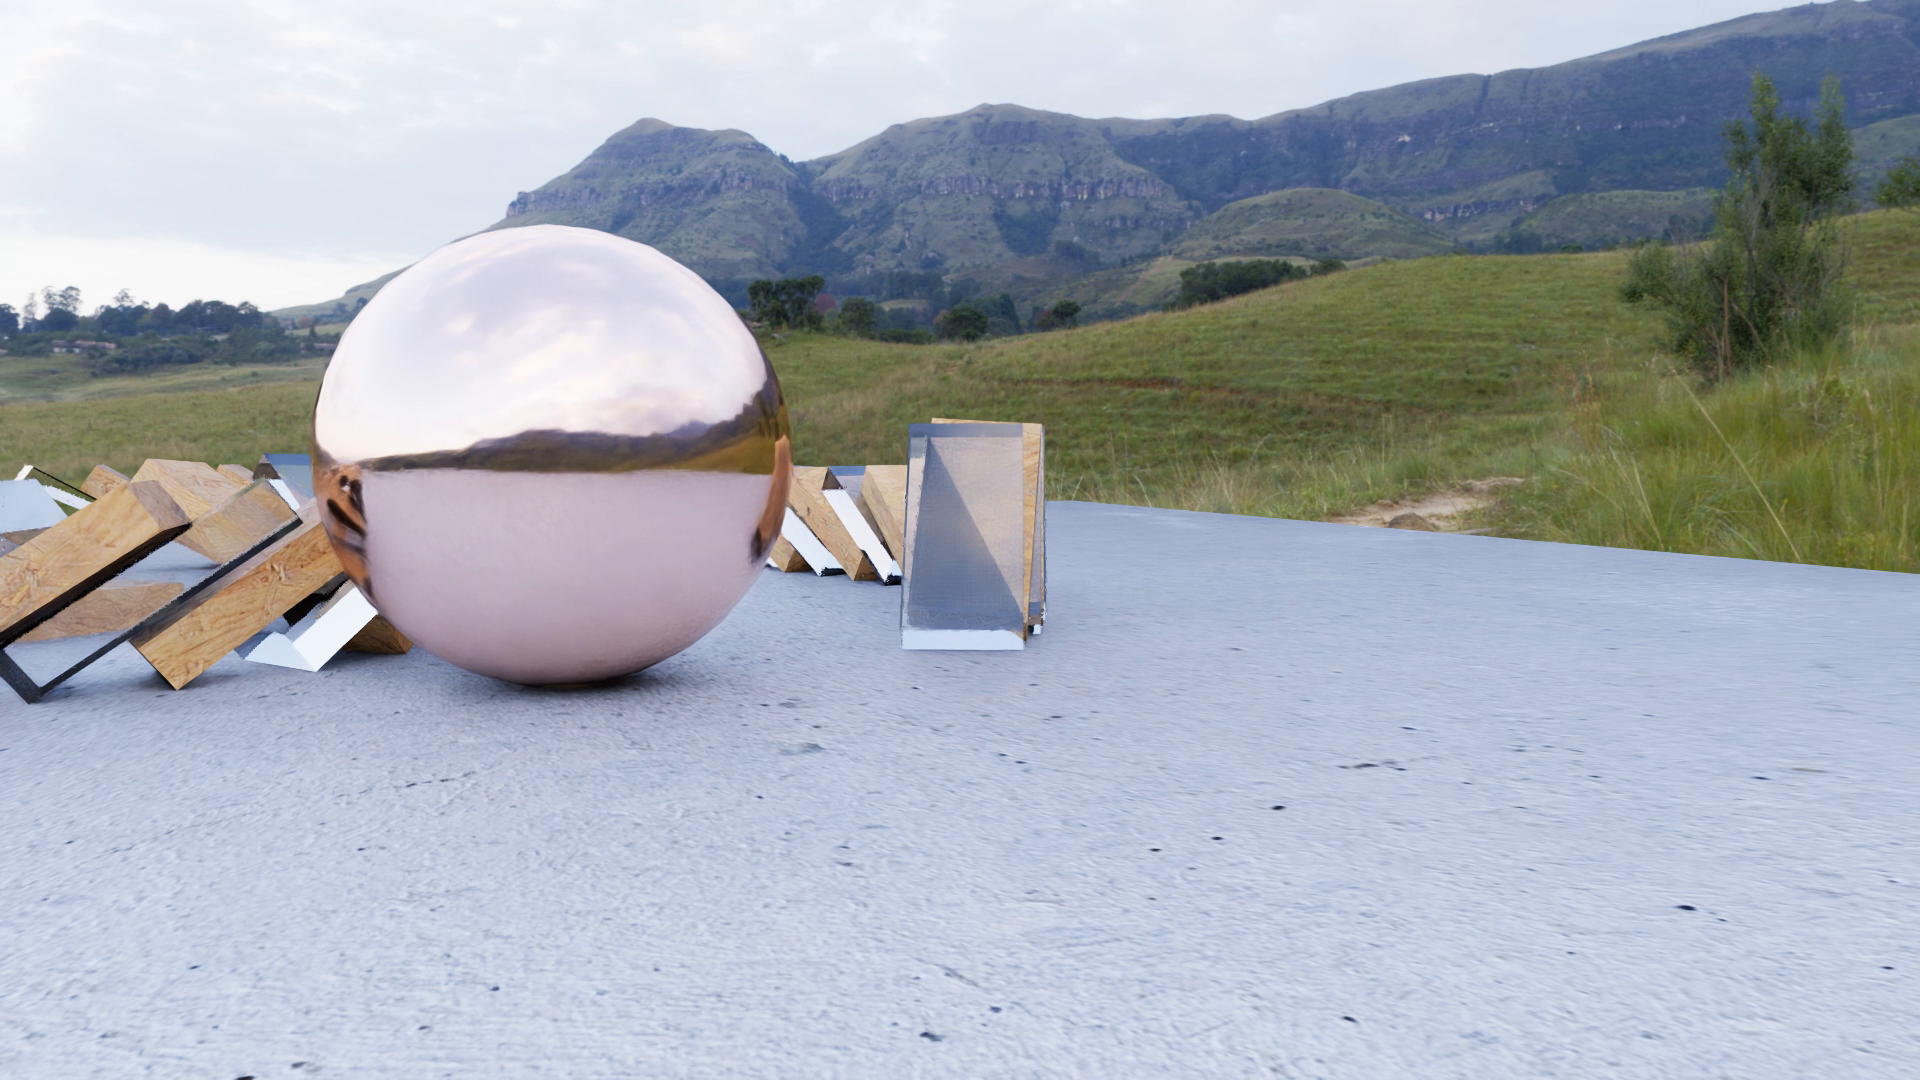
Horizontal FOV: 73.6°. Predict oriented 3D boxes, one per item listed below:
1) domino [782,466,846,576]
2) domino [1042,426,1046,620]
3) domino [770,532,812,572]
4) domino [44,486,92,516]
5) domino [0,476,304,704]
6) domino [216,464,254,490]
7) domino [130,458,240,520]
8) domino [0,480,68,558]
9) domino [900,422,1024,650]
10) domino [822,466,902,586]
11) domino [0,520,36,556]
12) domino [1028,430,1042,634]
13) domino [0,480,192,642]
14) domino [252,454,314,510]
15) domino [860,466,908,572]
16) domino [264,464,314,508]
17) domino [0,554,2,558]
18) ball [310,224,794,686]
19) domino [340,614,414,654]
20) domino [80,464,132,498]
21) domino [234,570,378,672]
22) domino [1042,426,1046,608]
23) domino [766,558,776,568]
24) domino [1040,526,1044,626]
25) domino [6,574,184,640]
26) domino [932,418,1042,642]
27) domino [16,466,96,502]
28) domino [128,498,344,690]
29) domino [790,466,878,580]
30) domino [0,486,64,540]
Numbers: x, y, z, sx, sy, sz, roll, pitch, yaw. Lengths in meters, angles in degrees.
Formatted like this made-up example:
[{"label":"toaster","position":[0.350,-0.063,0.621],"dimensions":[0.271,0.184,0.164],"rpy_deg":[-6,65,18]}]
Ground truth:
[{"label":"domino","position":[-0.049,-0.007,0.432],"dimensions":[0.025,0.010,0.050],"rpy_deg":[-4,38,-43]},{"label":"domino","position":[0.009,-0.005,0.319],"dimensions":[0.025,0.050,0.010],"rpy_deg":[0,-29,2]},{"label":"domino","position":[-0.063,-0.008,0.444],"dimensions":[0.025,0.009,0.050],"rpy_deg":[-5,39,-48]},{"label":"domino","position":[-0.212,0.002,0.331],"dimensions":[0.050,0.009,0.025],"rpy_deg":[28,-9,-25]},{"label":"domino","position":[-0.143,0.007,0.228],"dimensions":[0.050,0.009,0.025],"rpy_deg":[-40,22,-22]},{"label":"domino","position":[-0.243,-0.010,0.464],"dimensions":[0.050,0.009,0.025],"rpy_deg":[33,-6,-15]},{"label":"domino","position":[-0.193,-0.003,0.346],"dimensions":[0.050,0.009,0.025],"rpy_deg":[36,1,0]},{"label":"domino","position":[-0.175,0.009,0.208],"dimensions":[0.050,0.009,0.025],"rpy_deg":[-36,11,-8]},{"label":"domino","position":[0.001,-0.002,0.274],"dimensions":[0.025,0.050,0.010],"rpy_deg":[0,-29,2]},{"label":"domino","position":[-0.022,-0.005,0.405],"dimensions":[0.025,0.010,0.050],"rpy_deg":[-3,38,-32]},{"label":"domino","position":[-0.310,-0.005,0.399],"dimensions":[0.025,0.010,0.050],"rpy_deg":[3,-27,38]},{"label":"domino","position":[0.006,-0.003,0.296],"dimensions":[0.025,0.050,0.009],"rpy_deg":[1,-29,3]},{"label":"domino","position":[-0.158,0.008,0.217],"dimensions":[0.050,0.009,0.025],"rpy_deg":[-37,16,-15]},{"label":"domino","position":[-0.170,-0.004,0.352],"dimensions":[0.050,0.009,0.025],"rpy_deg":[46,23,22]},{"label":"domino","position":[-0.010,-0.005,0.390],"dimensions":[0.025,0.010,0.050],"rpy_deg":[-2,39,-25]},{"label":"domino","position":[-0.225,-0.010,0.470],"dimensions":[0.050,0.009,0.025],"rpy_deg":[32,-3,-11]},{"label":"domino","position":[-0.319,-0.004,0.383],"dimensions":[0.025,0.009,0.050],"rpy_deg":[2,-28,32]},{"label":"ball","position":[-0.070,-0.014,0.226],"dimensions":[0.080,0.080,0.080],"rpy_deg":[0,4,0]},{"label":"domino","position":[-0.119,0.003,0.279],"dimensions":[0.025,0.010,0.050],"rpy_deg":[1,41,18]},{"label":"domino","position":[-0.275,-0.009,0.445],"dimensions":[0.050,0.009,0.025],"rpy_deg":[35,-13,-26]},{"label":"domino","position":[-0.122,0.004,0.260],"dimensions":[0.025,0.009,0.050],"rpy_deg":[3,42,32]},{"label":"domino","position":[0.009,-0.006,0.330],"dimensions":[0.025,0.050,0.009],"rpy_deg":[0,-29,2]},{"label":"domino","position":[-0.079,-0.009,0.454],"dimensions":[0.050,0.009,0.025],"rpy_deg":[40,26,28]},{"label":"domino","position":[0.007,-0.004,0.307],"dimensions":[0.025,0.050,0.009],"rpy_deg":[0,-29,2]},{"label":"domino","position":[-0.212,0.016,0.297],"dimensions":[0.025,0.010,0.050],"rpy_deg":[2,5,26]},{"label":"domino","position":[0.004,-0.003,0.285],"dimensions":[0.025,0.050,0.009],"rpy_deg":[4,-29,4]},{"label":"domino","position":[-0.288,-0.007,0.430],"dimensions":[0.025,0.009,0.050],"rpy_deg":[5,-27,49]},{"label":"domino","position":[-0.129,0.006,0.241],"dimensions":[0.050,0.010,0.025],"rpy_deg":[-44,29,-28]},{"label":"domino","position":[-0.035,-0.006,0.419],"dimensions":[0.025,0.009,0.050],"rpy_deg":[-3,38,-39]},{"label":"domino","position":[-0.300,-0.006,0.415],"dimensions":[0.025,0.009,0.050],"rpy_deg":[4,-27,44]}]
